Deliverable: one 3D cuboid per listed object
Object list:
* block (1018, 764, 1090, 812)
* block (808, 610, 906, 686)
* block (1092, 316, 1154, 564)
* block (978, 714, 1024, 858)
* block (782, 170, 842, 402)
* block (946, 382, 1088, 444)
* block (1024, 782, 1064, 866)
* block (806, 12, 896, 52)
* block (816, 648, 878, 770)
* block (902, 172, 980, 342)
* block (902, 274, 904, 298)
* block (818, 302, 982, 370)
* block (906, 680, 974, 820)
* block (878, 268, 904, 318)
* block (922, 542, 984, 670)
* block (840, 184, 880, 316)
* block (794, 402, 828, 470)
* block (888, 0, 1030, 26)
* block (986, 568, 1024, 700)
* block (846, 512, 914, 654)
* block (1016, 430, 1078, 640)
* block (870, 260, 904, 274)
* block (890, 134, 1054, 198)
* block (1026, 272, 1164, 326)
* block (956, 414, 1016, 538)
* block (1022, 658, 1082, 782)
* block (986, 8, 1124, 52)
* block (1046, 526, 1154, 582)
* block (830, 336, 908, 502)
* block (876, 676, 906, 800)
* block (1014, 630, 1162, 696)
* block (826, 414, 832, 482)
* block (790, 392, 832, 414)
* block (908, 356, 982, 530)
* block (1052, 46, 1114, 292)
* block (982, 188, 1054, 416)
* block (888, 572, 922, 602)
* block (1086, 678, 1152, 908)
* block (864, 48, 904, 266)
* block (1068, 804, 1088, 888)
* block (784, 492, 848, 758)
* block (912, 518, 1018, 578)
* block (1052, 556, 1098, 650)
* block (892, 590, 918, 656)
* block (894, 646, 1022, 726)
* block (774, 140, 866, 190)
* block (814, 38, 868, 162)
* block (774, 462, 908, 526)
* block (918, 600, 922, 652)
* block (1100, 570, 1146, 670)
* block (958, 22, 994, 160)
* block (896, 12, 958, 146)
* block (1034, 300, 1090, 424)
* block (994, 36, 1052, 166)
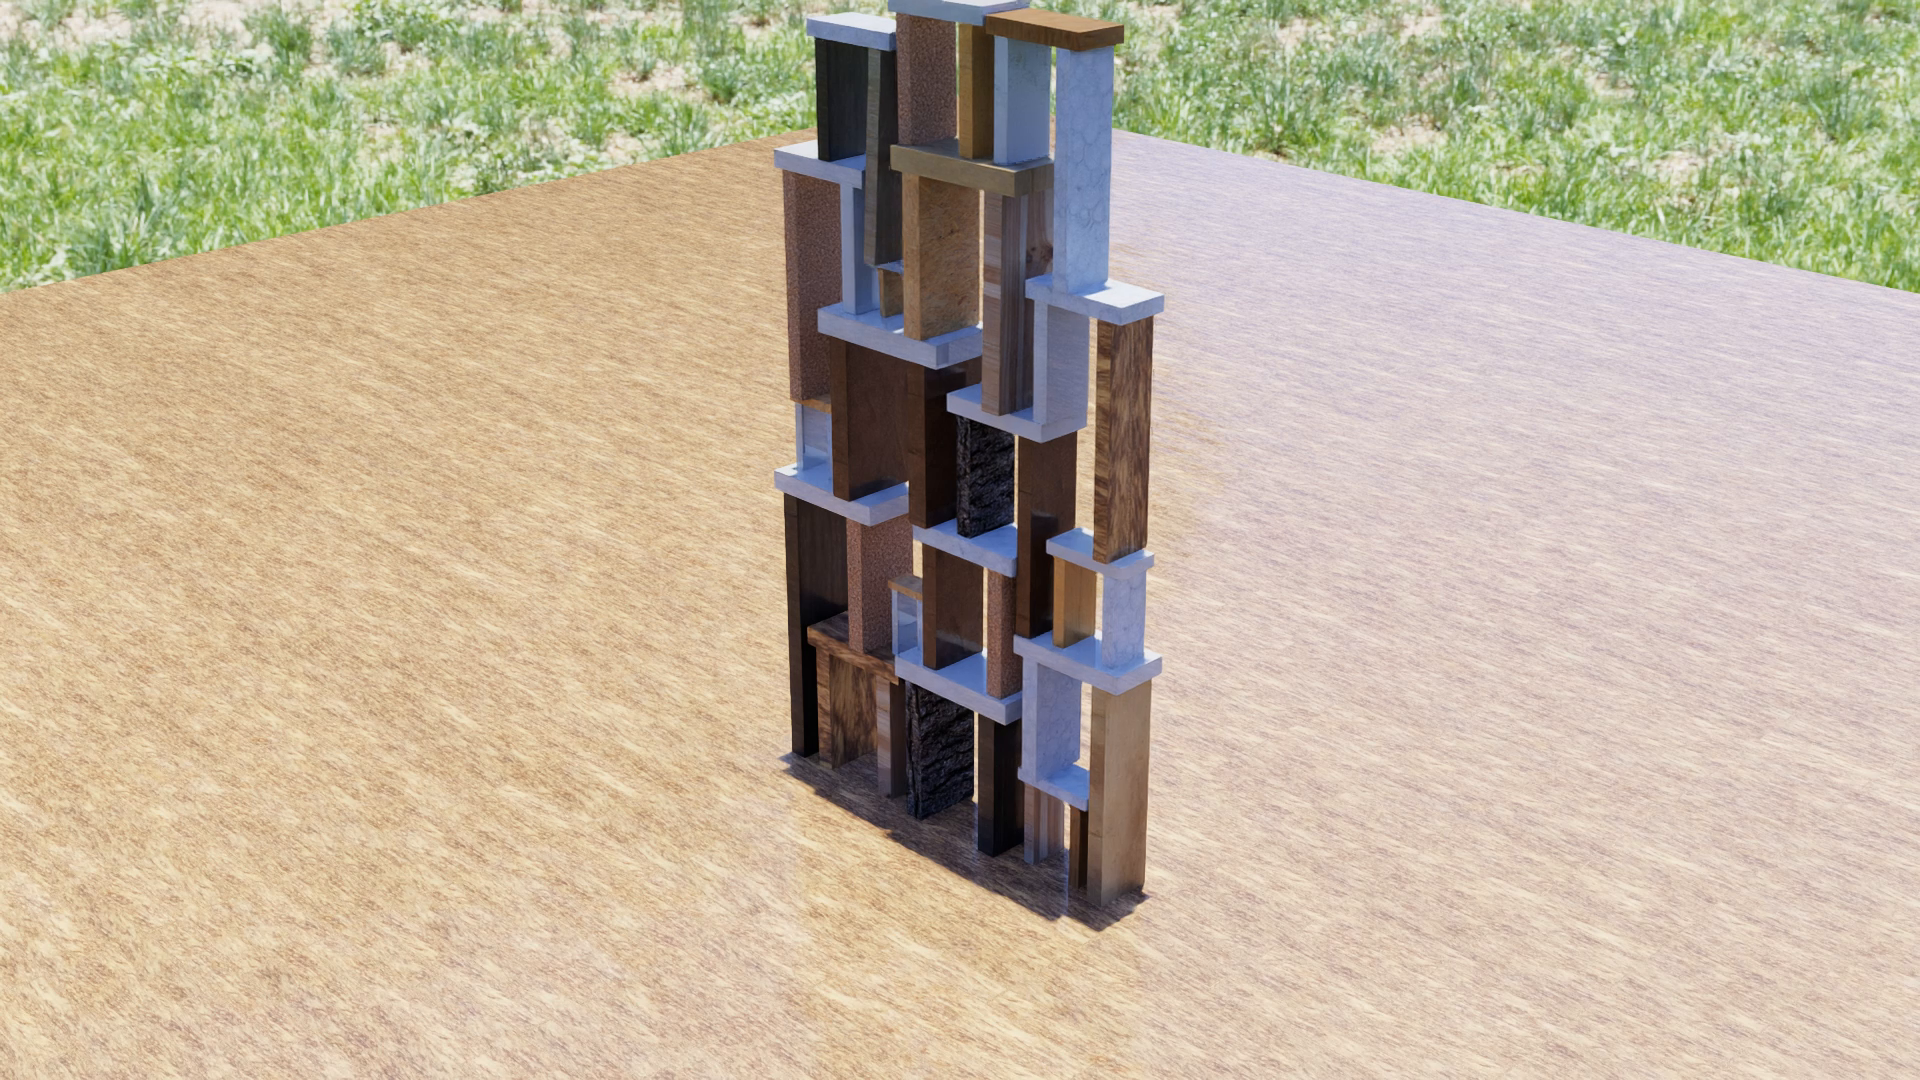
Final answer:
[{"bbox_3d":[0.204,0.460,4.195,0.088,0.025,0.175,-21,31,-40],"label":"block"},{"bbox_3d":[-0.171,0.215,4.505,0.273,0.039,0.136,21,31,41],"label":"block"},{"bbox_3d":[0.284,-0.181,3.835,0.031,0.444,0.111,21,31,40],"label":"block"},{"bbox_3d":[0.103,0.455,4.300,0.043,0.302,0.151,21,31,41],"label":"block"},{"bbox_3d":[-0.283,-0.509,4.320,0.035,0.461,0.124,21,31,41],"label":"block"},{"bbox_3d":[0.103,-0.237,4.012,0.120,0.034,0.240,-21,31,-40],"label":"block"},{"bbox_3d":[0.165,0.536,4.272,0.088,0.175,0.025,-21,31,-40],"label":"block"},{"bbox_3d":[-0.164,-0.927,4.007,0.112,0.032,0.224,-20,30,-40],"label":"block"},{"bbox_3d":[-0.235,0.334,4.625,0.039,0.273,0.136,21,31,41],"label":"block"},{"bbox_3d":[-0.034,-0.532,4.025,0.153,0.307,0.043,-21,31,-41],"label":"block"},{"bbox_3d":[-0.085,-0.456,4.115,0.048,0.095,0.014,-21,28,-41],"label":"block"},{"bbox_3d":[-0.101,-0.399,4.164,0.162,0.046,0.325,-21,31,-40],"label":"block"},{"bbox_3d":[-0.039,0.400,4.432,0.043,0.302,0.151,21,31,41],"label":"block"},{"bbox_3d":[-0.130,-0.474,4.157,0.048,0.095,0.014,-21,27,-41],"label":"block"},{"bbox_3d":[-0.013,0.112,4.279,0.037,0.261,0.131,21,31,41],"label":"block"},{"bbox_3d":[-0.167,-0.561,4.171,0.124,0.248,0.035,-21,31,-40],"label":"block"},{"bbox_3d":[-0.300,-0.219,4.463,0.072,0.143,0.020,-21,31,-41],"label":"block"},{"bbox_3d":[-0.004,-0.930,3.824,0.231,0.033,0.116,20,30,40],"label":"block"},{"bbox_3d":[0.110,0.160,4.166,0.037,0.261,0.130,21,31,40],"label":"block"},{"bbox_3d":[-0.159,0.072,4.428,0.143,0.285,0.040,-21,31,-41],"label":"block"},{"bbox_3d":[0.159,-0.017,4.041,0.120,0.393,0.034,-21,31,-40],"label":"block"},{"bbox_3d":[-0.121,-0.517,4.118,0.095,0.014,0.048,21,30,39],"label":"block"},{"bbox_3d":[0.039,-0.666,3.889,0.153,0.043,0.307,-21,30,-41],"label":"block"},{"bbox_3d":[0.231,-0.421,3.791,0.111,0.031,0.222,-21,32,-40],"label":"block"},{"bbox_3d":[0.049,-0.133,4.121,0.120,0.240,0.034,-21,31,-41],"label":"block"},{"bbox_3d":[0.175,0.320,4.167,0.036,0.254,0.127,21,31,40],"label":"block"},{"bbox_3d":[0.158,-0.855,3.680,0.108,0.031,0.217,-21,31,-40],"label":"block"},{"bbox_3d":[0.252,0.024,3.955,0.180,0.026,0.090,21,31,40],"label":"block"},{"bbox_3d":[-0.176,-0.255,4.308,0.046,0.331,0.162,21,31,41],"label":"block"},{"bbox_3d":[-0.107,0.384,4.507,0.039,0.273,0.136,21,31,41],"label":"block"},{"bbox_3d":[0.235,0.210,4.056,0.254,0.036,0.127,21,31,40],"label":"block"},{"bbox_3d":[-0.232,-0.193,4.401,0.072,0.143,0.020,-21,31,-41],"label":"block"},{"bbox_3d":[-0.266,-0.281,4.400,0.143,0.020,0.072,21,31,41],"label":"block"},{"bbox_3d":[-0.024,-0.198,4.165,0.046,0.325,0.162,21,31,41],"label":"block"},{"bbox_3d":[0.208,-0.631,3.718,0.108,0.410,0.031,-21,31,-40],"label":"block"},{"bbox_3d":[0.110,-0.432,3.910,0.043,0.403,0.153,22,31,40],"label":"block"},{"bbox_3d":[-0.085,0.095,4.353,0.110,0.016,0.055,21,31,40],"label":"block"},{"bbox_3d":[0.296,0.459,4.096,0.036,0.454,0.127,21,31,41],"label":"block"},{"bbox_3d":[-0.120,-0.709,4.044,0.112,0.398,0.032,-19,32,-40],"label":"block"},{"bbox_3d":[0.247,0.569,4.195,0.025,0.175,0.088,21,31,40],"label":"block"},{"bbox_3d":[-0.294,0.163,4.612,0.040,0.597,0.143,21,31,41],"label":"block"},{"bbox_3d":[0.048,-0.001,4.164,0.261,0.037,0.130,21,31,41],"label":"block"},{"bbox_3d":[0.211,0.101,4.036,0.025,0.180,0.090,21,31,40],"label":"block"},{"bbox_3d":[-0.111,0.158,4.408,0.016,0.144,0.055,21,31,41],"label":"block"},{"bbox_3d":[0.032,0.269,4.299,0.302,0.043,0.151,21,31,41],"label":"block"},{"bbox_3d":[-0.225,-0.714,4.169,0.247,0.035,0.124,21,31,41],"label":"block"},{"bbox_3d":[-0.216,-0.828,4.105,0.032,0.224,0.112,21,31,40],"label":"block"},{"bbox_3d":[-0.226,-0.104,4.426,0.143,0.040,0.285,-21,31,-41],"label":"block"},{"bbox_3d":[-0.059,0.162,4.354,0.016,0.110,0.055,21,31,41],"label":"block"},{"bbox_3d":[0.295,0.134,3.958,0.026,0.180,0.090,21,31,40],"label":"block"},{"bbox_3d":[0.051,-0.788,3.825,0.033,0.231,0.116,21,31,41],"label":"block"},{"bbox_3d":[-0.059,-0.829,3.925,0.033,0.231,0.116,20,30,41],"label":"block"},{"bbox_3d":[0.180,-0.326,3.890,0.111,0.222,0.031,-22,31,-40],"label":"block"},{"bbox_3d":[0.108,-0.762,3.777,0.031,0.217,0.108,21,31,40],"label":"block"}]
